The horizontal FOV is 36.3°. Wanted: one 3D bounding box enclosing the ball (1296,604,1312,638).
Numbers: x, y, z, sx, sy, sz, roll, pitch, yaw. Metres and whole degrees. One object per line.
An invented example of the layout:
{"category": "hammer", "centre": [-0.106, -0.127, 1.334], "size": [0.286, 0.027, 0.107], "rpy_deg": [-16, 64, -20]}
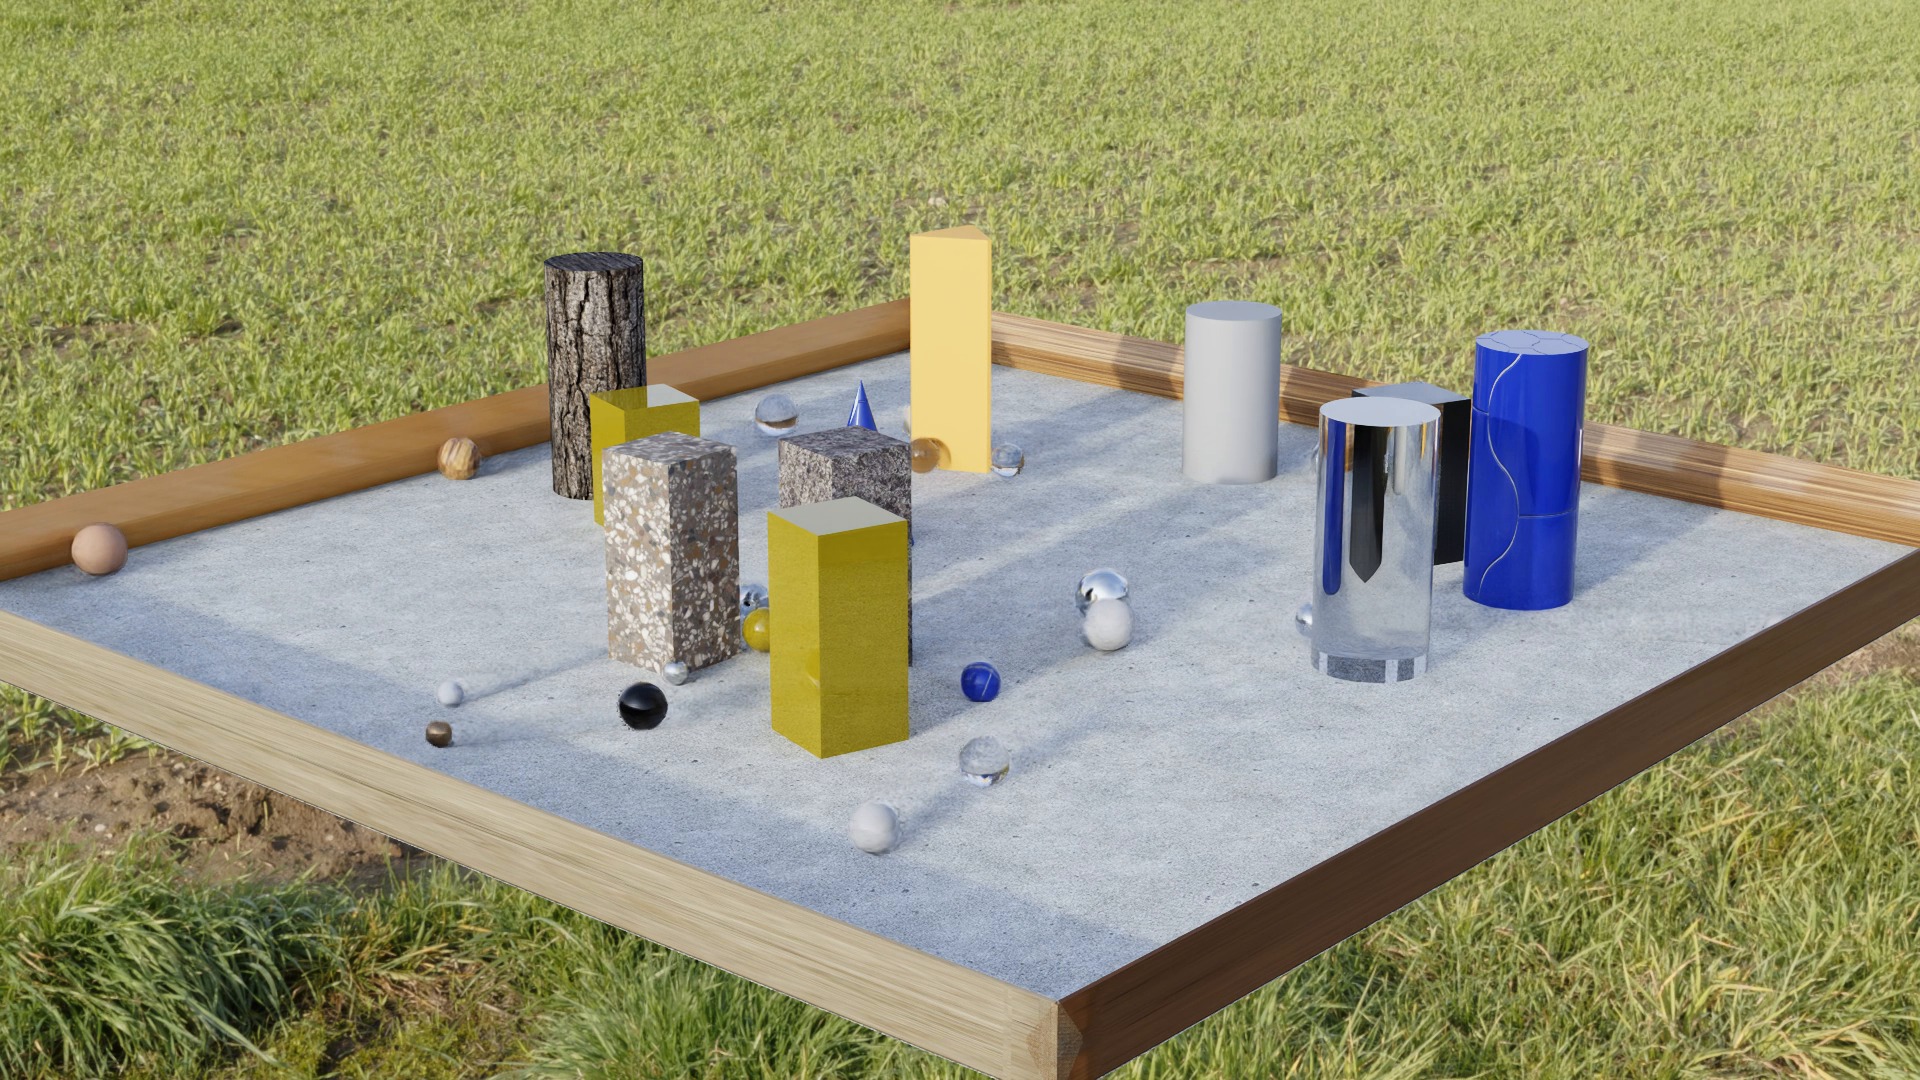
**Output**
{"category": "ball", "centre": [0.589, 0.135, 4.891], "size": [0.060, 0.060, 0.060], "rpy_deg": [0, 17, 0]}

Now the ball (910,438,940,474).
{"category": "ball", "centre": [-0.077, -0.169, 5.879], "size": [0.070, 0.070, 0.070], "rpy_deg": [0, 17, 0]}

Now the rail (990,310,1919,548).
{"category": "rail", "centre": [0.875, -0.261, 6.086], "size": [2.650, 0.124, 0.045], "rpy_deg": [14, 22, 39]}

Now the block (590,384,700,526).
{"category": "block", "centre": [-0.588, -0.147, 5.494], "size": [0.152, 0.250, 0.152], "rpy_deg": [-10, 19, -30]}

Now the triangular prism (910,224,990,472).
{"category": "triangular prism", "centre": [0.001, -0.388, 5.908], "size": [0.165, 0.473, 0.143], "rpy_deg": [5, 18, 17]}

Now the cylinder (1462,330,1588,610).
{"category": "cylinder", "centre": [0.976, -0.122, 5.065], "size": [0.191, 0.451, 0.191], "rpy_deg": [0, 17, 0]}

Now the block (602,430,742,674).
{"category": "block", "centre": [-0.467, 0.021, 4.756], "size": [0.152, 0.355, 0.152], "rpy_deg": [14, 22, 38]}

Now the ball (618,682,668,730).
{"category": "ball", "centre": [-0.484, 0.253, 4.473], "size": [0.075, 0.075, 0.075], "rpy_deg": [0, 17, 0]}

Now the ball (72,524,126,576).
{"category": "ball", "centre": [-1.532, 0.018, 5.219], "size": [0.094, 0.094, 0.094], "rpy_deg": [0, 17, 0]}

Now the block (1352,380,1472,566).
{"category": "block", "centre": [0.810, -0.117, 5.304], "size": [0.152, 0.302, 0.152], "rpy_deg": [-8, 19, -26]}

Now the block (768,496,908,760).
{"category": "block", "centre": [-0.183, 0.130, 4.412], "size": [0.152, 0.347, 0.152], "rpy_deg": [-10, 20, -31]}

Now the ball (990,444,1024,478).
{"category": "ball", "centre": [0.095, -0.158, 5.848], "size": [0.068, 0.068, 0.068], "rpy_deg": [0, 17, 0]}

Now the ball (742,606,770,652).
{"category": "ball", "centre": [-0.321, 0.147, 4.823], "size": [0.075, 0.075, 0.075], "rpy_deg": [0, 17, 0]}

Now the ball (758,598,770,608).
{"category": "ball", "centre": [-0.316, 0.124, 4.938], "size": [0.054, 0.054, 0.054], "rpy_deg": [0, 17, 0]}

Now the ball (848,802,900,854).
{"category": "ball", "centre": [-0.117, 0.394, 4.013], "size": [0.071, 0.071, 0.071], "rpy_deg": [0, 17, 0]}

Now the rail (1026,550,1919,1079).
{"category": "rail", "centre": [0.983, 0.278, 4.304], "size": [0.045, 0.124, 2.718], "rpy_deg": [14, 22, 39]}

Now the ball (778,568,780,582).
{"category": "ball", "centre": [-0.289, 0.061, 5.131], "size": [0.062, 0.062, 0.062], "rpy_deg": [0, 17, 0]}

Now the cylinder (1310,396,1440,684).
{"category": "cylinder", "centre": [0.666, -0.002, 4.714], "size": [0.191, 0.423, 0.191], "rpy_deg": [0, 17, 0]}

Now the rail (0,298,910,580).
{"category": "rail", "centre": [-0.983, -0.216, 5.937], "size": [0.045, 0.124, 2.718], "rpy_deg": [14, 22, 39]}

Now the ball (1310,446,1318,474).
{"category": "ball", "centre": [0.737, -0.159, 5.832], "size": [0.079, 0.079, 0.079], "rpy_deg": [0, 17, 0]}

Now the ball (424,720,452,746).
{"category": "ball", "centre": [-0.784, 0.291, 4.409], "size": [0.041, 0.041, 0.041], "rpy_deg": [0, 17, 0]}

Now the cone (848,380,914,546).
{"category": "cone", "centre": [-0.180, -0.144, 5.380], "size": [0.191, 0.311, 0.191], "rpy_deg": [0, 17, 0]}

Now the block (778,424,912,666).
{"category": "block", "centre": [-0.184, 0.021, 4.725], "size": [0.152, 0.373, 0.152], "rpy_deg": [-12, 21, -35]}

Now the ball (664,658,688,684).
{"category": "ball", "centre": [-0.453, 0.210, 4.674], "size": [0.041, 0.041, 0.041], "rpy_deg": [0, 17, 0]}

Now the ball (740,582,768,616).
{"category": "ball", "centre": [-0.353, 0.103, 4.998], "size": [0.060, 0.060, 0.060], "rpy_deg": [0, 17, 0]}

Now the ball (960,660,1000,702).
{"category": "ball", "centre": [0.032, 0.221, 4.599], "size": [0.063, 0.063, 0.063], "rpy_deg": [0, 17, 0]}

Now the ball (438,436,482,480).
{"category": "ball", "centre": [-0.995, -0.162, 5.831], "size": [0.085, 0.085, 0.085], "rpy_deg": [0, 17, 0]}

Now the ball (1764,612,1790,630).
{"category": "ball", "centre": [1.360, 0.148, 4.855], "size": [0.056, 0.056, 0.056], "rpy_deg": [0, 17, 0]}

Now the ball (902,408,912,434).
{"category": "ball", "centre": [-0.091, -0.250, 6.163], "size": [0.061, 0.061, 0.061], "rpy_deg": [0, 17, 0]}

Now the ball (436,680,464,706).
{"category": "ball", "centre": [-0.796, 0.240, 4.576], "size": [0.041, 0.041, 0.041], "rpy_deg": [0, 17, 0]}

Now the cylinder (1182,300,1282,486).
{"category": "cylinder", "centre": [0.541, -0.295, 5.844], "size": [0.191, 0.332, 0.191], "rpy_deg": [0, 17, 0]}

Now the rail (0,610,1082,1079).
{"category": "rail", "centre": [-0.875, 0.323, 4.155], "size": [2.650, 0.124, 0.045], "rpy_deg": [14, 22, 39]}

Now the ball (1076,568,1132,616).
{"category": "ball", "centre": [0.243, 0.096, 4.959], "size": [0.095, 0.095, 0.095], "rpy_deg": [0, 17, 0]}

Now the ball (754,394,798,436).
{"category": "ball", "centre": [-0.386, -0.261, 6.150], "size": [0.089, 0.089, 0.089], "rpy_deg": [0, 17, 0]}

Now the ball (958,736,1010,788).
{"category": "ball", "centre": [0.035, 0.322, 4.246], "size": [0.075, 0.075, 0.075], "rpy_deg": [0, 17, 0]}

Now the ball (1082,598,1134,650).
{"category": "ball", "centre": [0.243, 0.139, 4.830], "size": [0.087, 0.087, 0.087], "rpy_deg": [0, 17, 0]}

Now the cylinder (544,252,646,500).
{"category": "cylinder", "centre": [-0.707, -0.321, 5.720], "size": [0.191, 0.453, 0.191], "rpy_deg": [0, 17, 0]}
